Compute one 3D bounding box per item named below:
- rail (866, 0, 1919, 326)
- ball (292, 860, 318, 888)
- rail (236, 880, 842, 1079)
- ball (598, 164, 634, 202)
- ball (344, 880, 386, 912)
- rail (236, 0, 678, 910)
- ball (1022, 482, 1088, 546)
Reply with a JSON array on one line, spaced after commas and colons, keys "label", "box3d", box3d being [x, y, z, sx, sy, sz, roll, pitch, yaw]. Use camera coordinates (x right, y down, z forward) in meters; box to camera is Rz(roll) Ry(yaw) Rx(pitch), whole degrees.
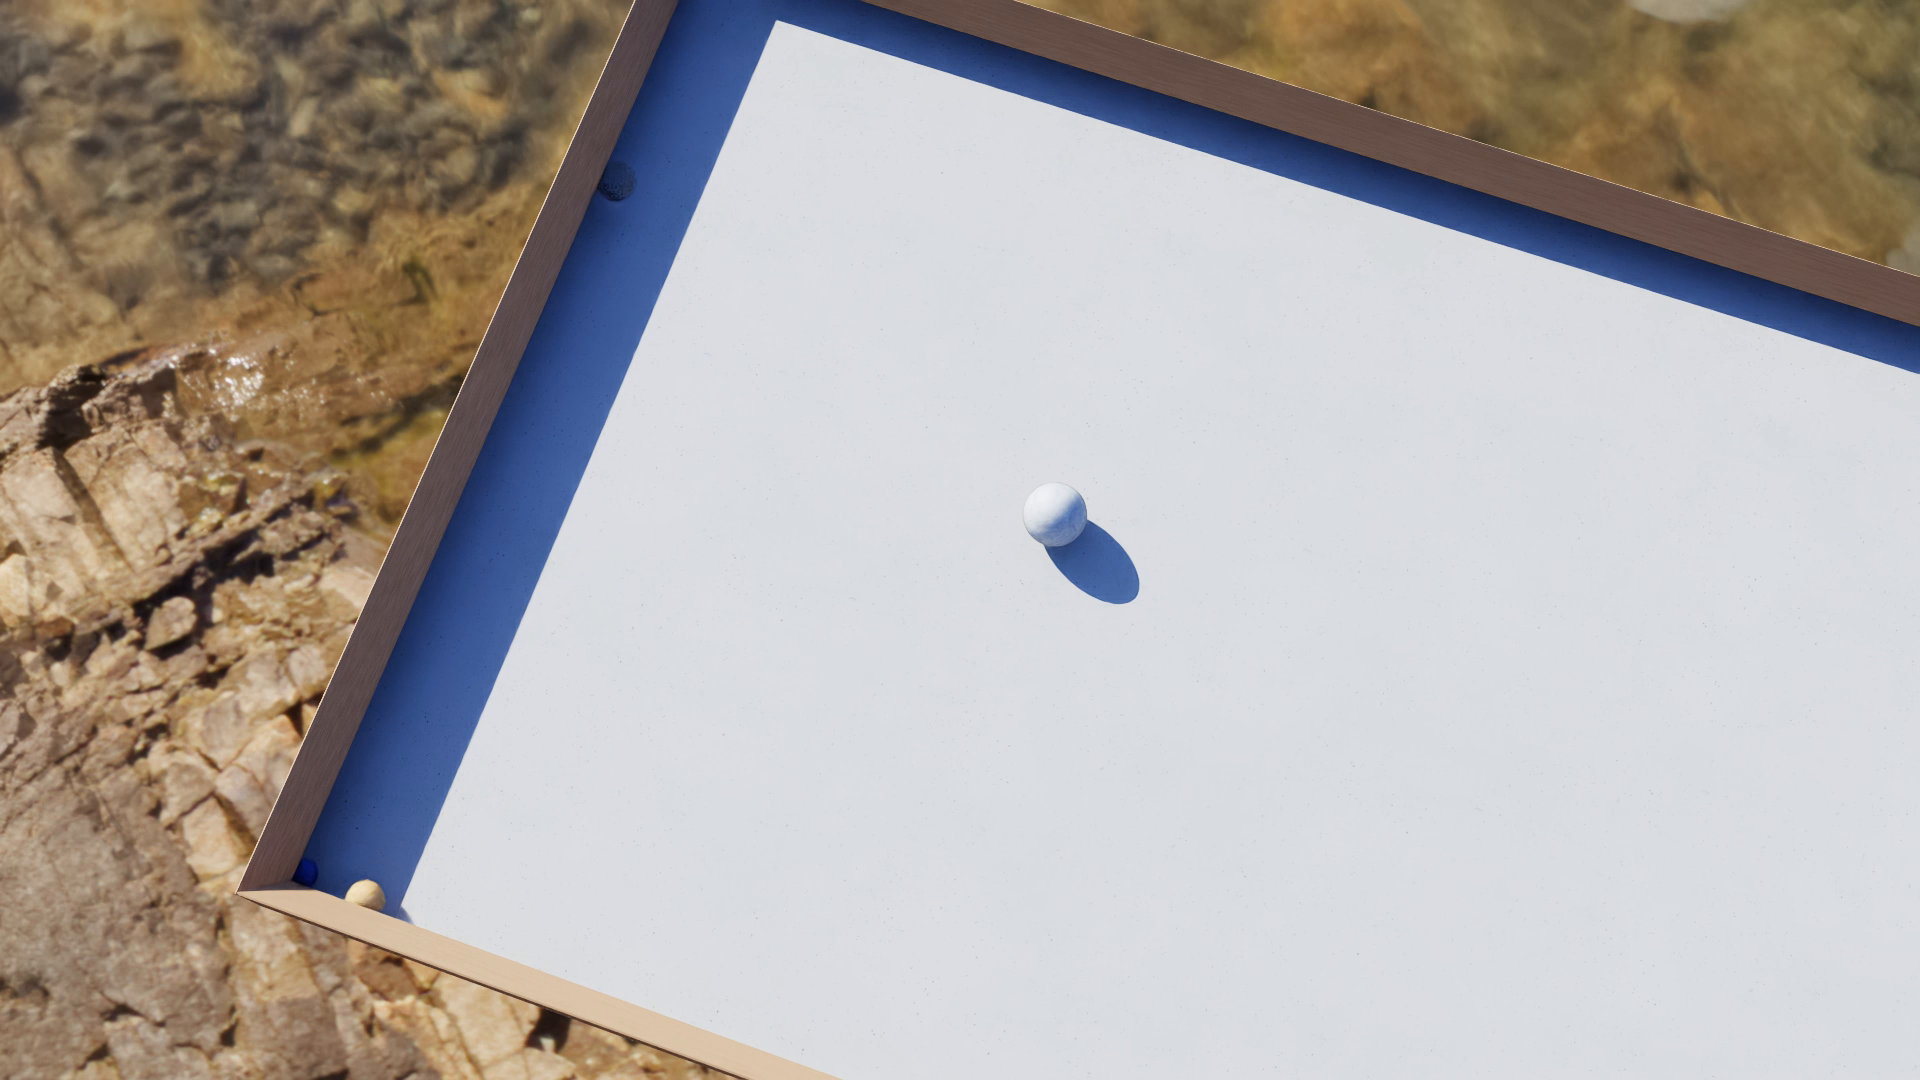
[{"label": "rail", "box3d": [1.026, -0.523, 3.526, 3.168, 0.130, 0.045, 18, 73, 6]}, {"label": "ball", "box3d": [-0.971, 0.494, 3.250, 0.043, 0.043, 0.043, 0, 72, 0]}, {"label": "rail", "box3d": [0.470, 0.999, 3.043, 3.168, 0.130, 0.045, 18, 73, 6]}, {"label": "ball", "box3d": [-0.561, -0.583, 3.582, 0.061, 0.061, 0.061, 0, 72, 0]}, {"label": "ball", "box3d": [-0.874, 0.528, 3.231, 0.058, 0.058, 0.058, 0, 72, 0]}, {"label": "rail", "box3d": [-0.726, -0.252, 3.440, 0.045, 0.130, 1.738, 18, 73, 6]}, {"label": "ball", "box3d": [0.146, -0.039, 3.390, 0.100, 0.100, 0.100, 0, 72, 0]}]
